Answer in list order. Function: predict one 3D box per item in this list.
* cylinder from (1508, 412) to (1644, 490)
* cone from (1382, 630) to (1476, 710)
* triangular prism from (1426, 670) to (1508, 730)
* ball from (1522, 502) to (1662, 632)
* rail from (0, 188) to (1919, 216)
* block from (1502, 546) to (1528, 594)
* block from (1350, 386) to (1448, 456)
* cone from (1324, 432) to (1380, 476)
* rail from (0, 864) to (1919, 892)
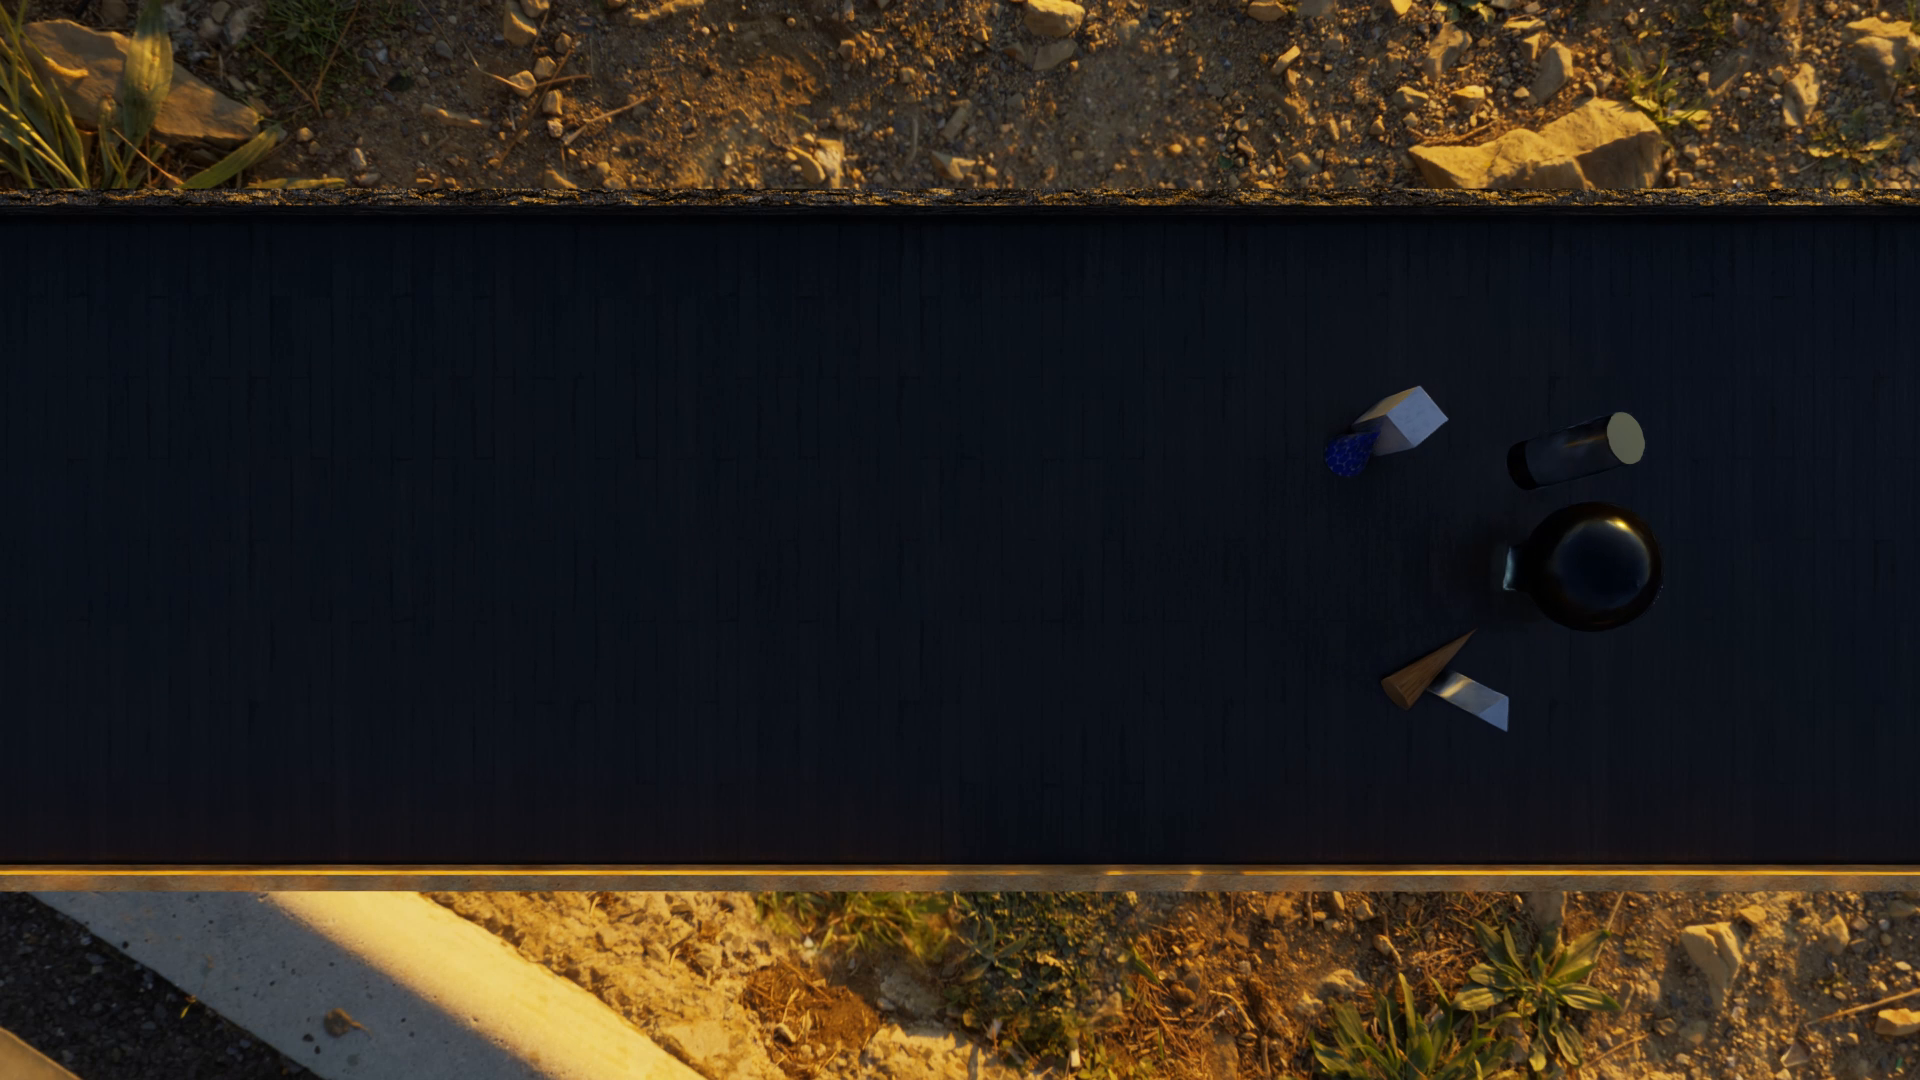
[{"bbox_3d":[1.816,-0.259,4.878,0.155,0.371,0.155,6,77,-28],"label":"cylinder"},{"bbox_3d":[1.459,0.370,5.047,0.342,0.118,0.118,-37,90,-10],"label":"cone"},{"bbox_3d":[1.519,0.463,4.898,0.103,0.339,0.089,27,93,-14],"label":"triangular prism"},{"bbox_3d":[1.812,0.077,4.731,0.376,0.376,0.376,0,90,0],"label":"ball"},{"bbox_3d":[-2.247,-1.025,5.002,12.000,0.150,0.050,0,90,0],"label":"rail"},{"bbox_3d":[1.831,0.111,5.010,0.308,0.132,0.132,10,90,0],"label":"block"},{"bbox_3d":[1.287,-0.345,4.861,0.125,0.429,0.125,-40,90,-1],"label":"block"},{"bbox_3d":[1.189,-0.284,4.869,0.133,0.402,0.133,0,83,-1],"label":"cone"},{"bbox_3d":[-2.247,1.025,5.001,12.000,0.150,0.050,0,90,0],"label":"rail"}]
